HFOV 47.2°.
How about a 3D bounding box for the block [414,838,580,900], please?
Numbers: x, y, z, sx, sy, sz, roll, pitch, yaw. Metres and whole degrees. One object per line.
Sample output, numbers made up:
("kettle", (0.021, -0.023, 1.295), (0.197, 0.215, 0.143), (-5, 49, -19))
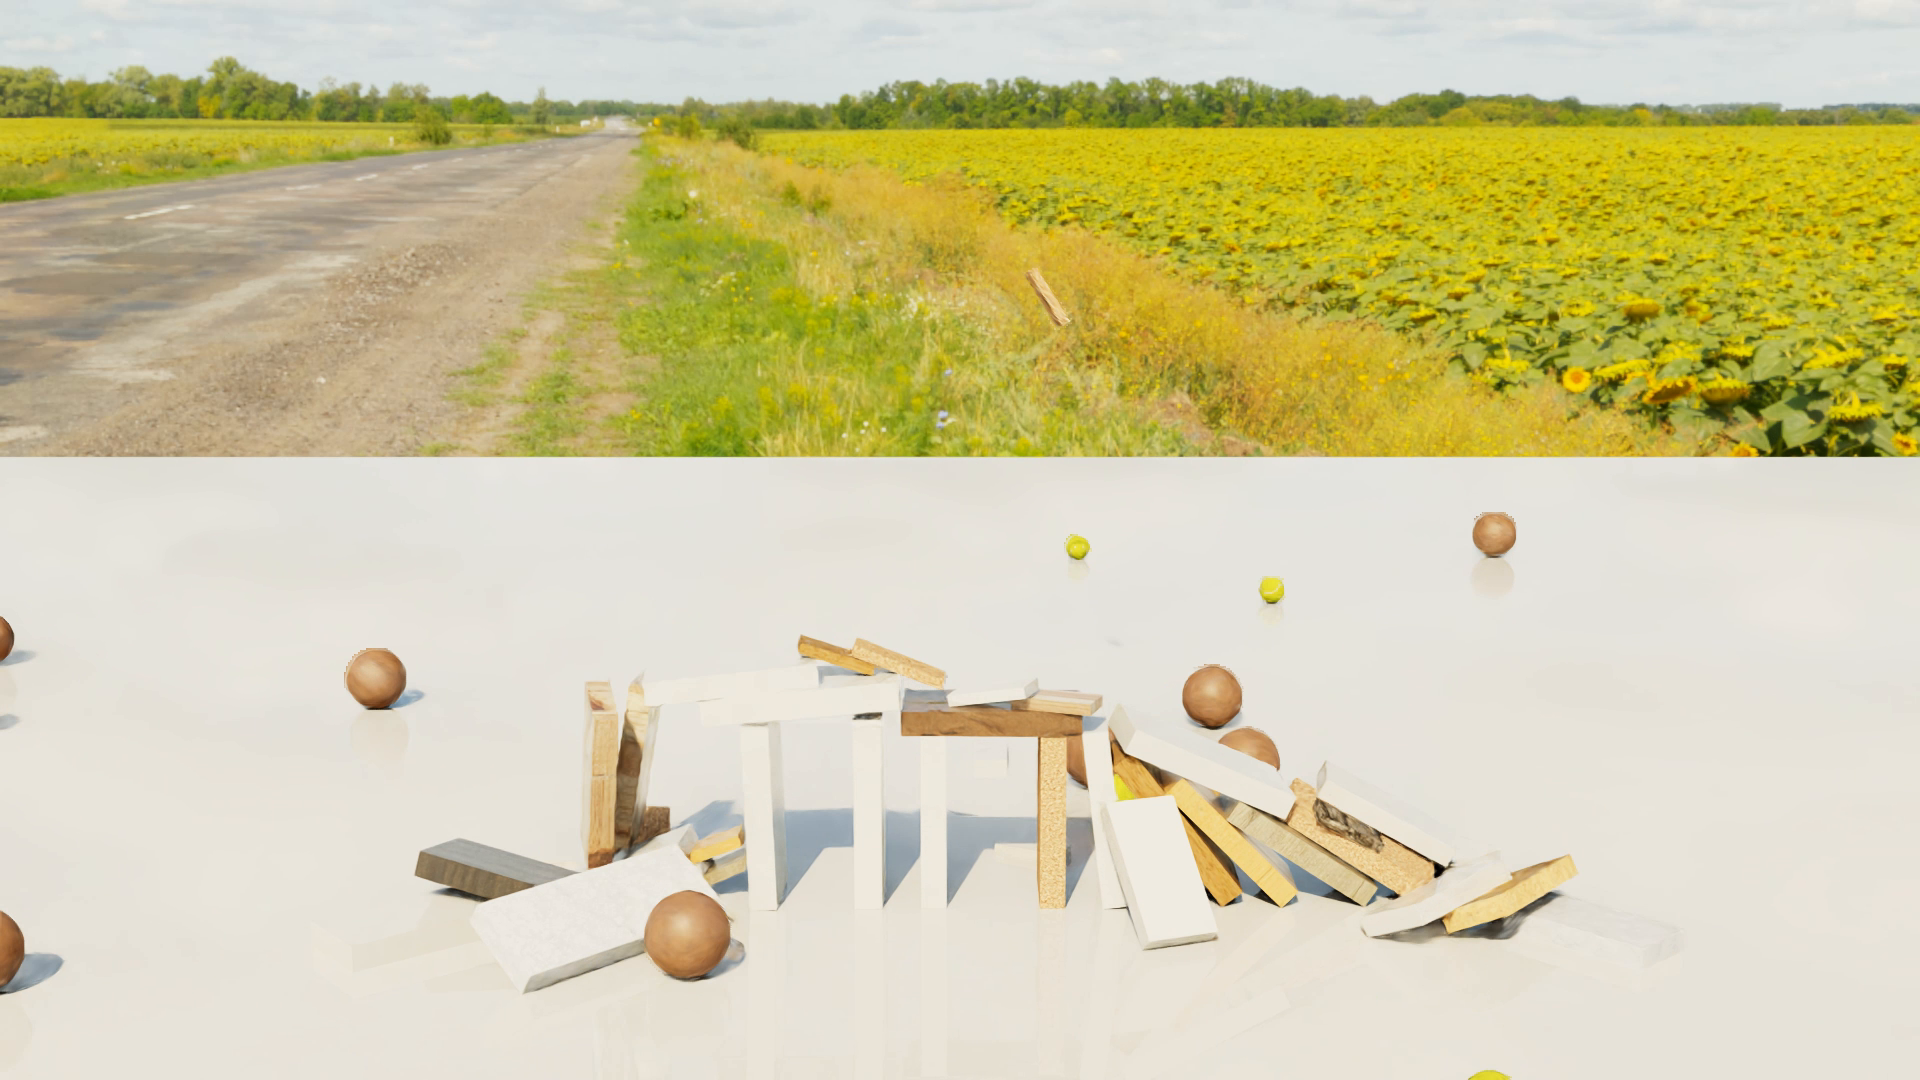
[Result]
("block", (-0.710, 0.550, 3.546), (0.295, 0.042, 0.148), (14, 4, 11))

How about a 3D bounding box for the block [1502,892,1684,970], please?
("block", (0.994, 0.611, 3.458), (0.123, 0.035, 0.246), (-10, 14, -42))

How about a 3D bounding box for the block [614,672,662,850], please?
("block", (-0.547, 0.370, 3.712), (0.039, 0.277, 0.139), (10, 5, 1))

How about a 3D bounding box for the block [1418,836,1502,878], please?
("block", (0.806, 0.540, 3.844), (0.123, 0.035, 0.246), (-9, 14, -40))

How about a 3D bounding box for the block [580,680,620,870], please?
("block", (-0.587, 0.385, 3.572), (0.039, 0.277, 0.139), (0, 23, -16))

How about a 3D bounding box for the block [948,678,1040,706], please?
("block", (0.054, 0.247, 3.570), (0.134, 0.019, 0.067), (-8, 7, 22))

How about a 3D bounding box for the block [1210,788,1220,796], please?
("block", (0.480, 0.480, 4.215), (0.127, 0.017, 0.060), (1, 11, 5))

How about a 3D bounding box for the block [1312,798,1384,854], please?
("block", (0.639, 0.472, 3.626), (0.120, 0.017, 0.060), (28, 16, -9))

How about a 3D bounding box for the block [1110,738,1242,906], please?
("block", (0.356, 0.460, 3.656), (0.042, 0.298, 0.149), (-37, 8, 7))

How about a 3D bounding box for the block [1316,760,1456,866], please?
("block", (0.726, 0.465, 3.754), (0.246, 0.035, 0.123), (29, 13, 3))

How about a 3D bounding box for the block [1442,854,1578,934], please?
("block", (0.878, 0.563, 3.510), (0.120, 0.034, 0.239), (-28, -10, 40))

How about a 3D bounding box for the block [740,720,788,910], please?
("block", (-0.323, 0.433, 3.637), (0.045, 0.319, 0.159), (-2, 10, 2))

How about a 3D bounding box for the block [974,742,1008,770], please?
("block", (0.062, 0.435, 4.450), (0.067, 0.019, 0.134), (0, 11, 1))

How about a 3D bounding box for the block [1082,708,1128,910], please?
("block", (0.237, 0.442, 3.641), (0.042, 0.298, 0.149), (-7, 10, 2))

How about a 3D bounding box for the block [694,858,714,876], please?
("block", (-0.485, 0.557, 3.668), (0.138, 0.020, 0.069), (-18, 8, 12))

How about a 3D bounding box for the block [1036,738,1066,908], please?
("block", (0.151, 0.447, 3.642), (0.041, 0.292, 0.146), (0, 11, 0))

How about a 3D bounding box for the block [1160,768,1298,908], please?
("block", (0.445, 0.482, 3.650), (0.272, 0.039, 0.136), (45, 8, -7))

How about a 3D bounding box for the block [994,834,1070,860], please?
("block", (0.128, 0.544, 3.871), (0.120, 0.017, 0.060), (6, 12, 29))

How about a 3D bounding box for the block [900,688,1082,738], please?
("block", (0.052, 0.283, 3.610), (0.292, 0.041, 0.146), (0, 11, 1))

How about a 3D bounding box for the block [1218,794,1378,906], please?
("block", (0.561, 0.501, 3.658), (0.272, 0.039, 0.136), (32, 9, -5))

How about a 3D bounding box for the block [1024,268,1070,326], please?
("block", (0.173, -0.483, 4.375), (0.018, 0.126, 0.063), (-33, 6, -4))

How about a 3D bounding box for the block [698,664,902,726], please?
("block", (-0.257, 0.249, 3.591), (0.319, 0.045, 0.159), (-5, 10, 1))

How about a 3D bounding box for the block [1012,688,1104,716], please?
("block", (0.158, 0.261, 3.563), (0.134, 0.019, 0.067), (4, 11, 21))

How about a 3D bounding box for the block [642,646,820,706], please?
("block", (-0.372, 0.220, 3.573), (0.277, 0.039, 0.139), (-6, 10, -5))

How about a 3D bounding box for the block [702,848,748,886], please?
("block", (-0.409, 0.553, 3.661), (0.138, 0.020, 0.069), (-24, 9, 6))

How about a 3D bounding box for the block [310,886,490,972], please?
("block", (-0.853, 0.606, 3.469), (0.295, 0.042, 0.148), (-9, 14, -40))

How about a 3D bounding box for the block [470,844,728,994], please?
("block", (-0.553, 0.581, 3.402), (0.386, 0.042, 0.148), (-11, 48, -47))

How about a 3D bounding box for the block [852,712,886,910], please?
("block", (-0.149, 0.433, 3.643), (0.045, 0.319, 0.159), (0, 11, 0))

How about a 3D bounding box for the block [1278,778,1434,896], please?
("block", (0.663, 0.503, 3.677), (0.272, 0.039, 0.136), (32, 15, 6))

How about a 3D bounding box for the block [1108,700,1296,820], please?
("block", (0.399, 0.363, 3.635), (0.298, 0.042, 0.149), (23, 10, -12))

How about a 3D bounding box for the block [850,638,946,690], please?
("block", (-0.100, 0.202, 3.594), (0.157, 0.018, 0.063), (21, 10, -3))

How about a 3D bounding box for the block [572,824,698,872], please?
("block", (-0.549, 0.537, 3.652), (0.217, 0.031, 0.108), (-21, 8, 8))

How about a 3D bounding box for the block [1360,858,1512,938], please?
("block", (0.760, 0.570, 3.503), (0.239, 0.034, 0.120), (-15, -8, -41))

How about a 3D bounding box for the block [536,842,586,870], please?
("block", (-0.609, 0.552, 3.783), (0.217, 0.031, 0.108), (1, 10, 5))

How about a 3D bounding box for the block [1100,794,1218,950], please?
("block", (0.314, 0.524, 3.481), (0.120, 0.239, 0.034), (-4, -32, -21))

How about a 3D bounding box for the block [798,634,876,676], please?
("block", (-0.201, 0.188, 3.583), (0.126, 0.018, 0.063), (18, 8, -8))

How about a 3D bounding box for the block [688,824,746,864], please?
("block", (-0.426, 0.515, 3.662), (0.138, 0.020, 0.069), (-20, 8, 5))

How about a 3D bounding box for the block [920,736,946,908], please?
("block", (-0.043, 0.447, 3.642), (0.041, 0.292, 0.146), (0, 11, 0))

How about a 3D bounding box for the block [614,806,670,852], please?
("block", (-0.560, 0.512, 3.834), (0.108, 0.031, 0.217), (-2, 10, -7))
